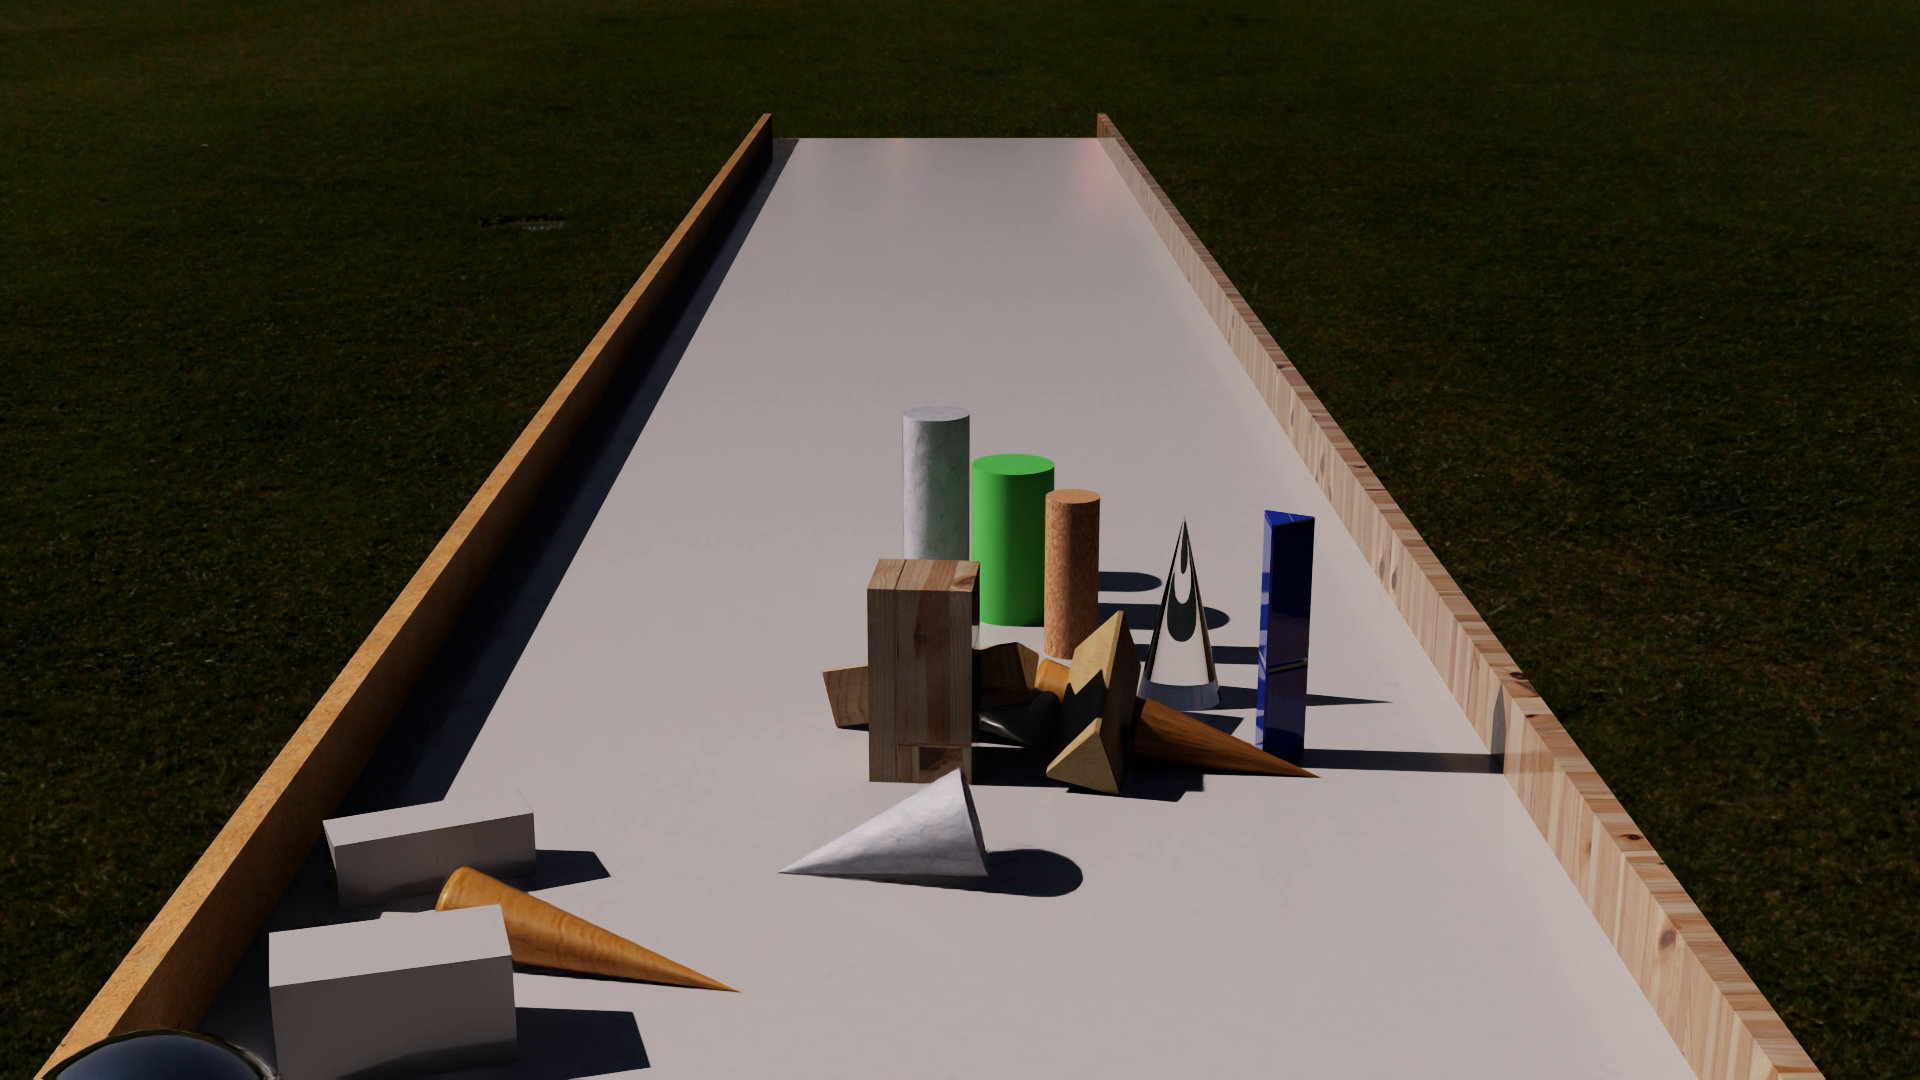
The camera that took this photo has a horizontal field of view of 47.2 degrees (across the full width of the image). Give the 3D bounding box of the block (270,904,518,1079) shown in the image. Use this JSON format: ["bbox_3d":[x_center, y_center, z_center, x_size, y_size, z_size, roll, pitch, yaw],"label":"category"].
[{"bbox_3d":[-0.751,0.606,2.915,0.302,0.156,0.156,-5,17,-16],"label":"block"}]

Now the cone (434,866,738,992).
[{"bbox_3d":[-0.520,0.586,3.143,0.455,0.129,0.129,13,19,14],"label":"cone"}]

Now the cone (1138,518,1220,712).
[{"bbox_3d":[0.420,0.126,4.167,0.161,0.362,0.161,0,17,0],"label":"cone"}]

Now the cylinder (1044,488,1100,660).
[{"bbox_3d":[0.225,0.069,4.423,0.108,0.326,0.108,0,17,0],"label":"cylinder"}]

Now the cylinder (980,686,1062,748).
[{"bbox_3d":[0.035,0.294,4.054,0.303,0.105,0.105,14,21,39],"label":"cylinder"}]

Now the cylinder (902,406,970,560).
[{"bbox_3d":[-0.053,-0.097,4.891,0.149,0.378,0.149,0,17,0],"label":"cylinder"}]

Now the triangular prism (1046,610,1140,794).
[{"bbox_3d":[0.254,0.274,3.915,0.126,0.109,0.417,15,30,3],"label":"triangular prism"}]

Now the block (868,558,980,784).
[{"bbox_3d":[-0.061,0.228,3.844,0.178,0.350,0.178,1,16,5],"label":"block"}]

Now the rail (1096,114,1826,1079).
[{"bbox_3d":[0.932,-0.844,7.801,0.050,0.150,12.000,0,17,-1],"label":"rail"}]

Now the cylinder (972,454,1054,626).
[{"bbox_3d":[0.111,-0.001,4.653,0.174,0.329,0.174,0,17,0],"label":"cylinder"}]

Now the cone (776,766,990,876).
[{"bbox_3d":[-0.133,0.482,3.455,0.324,0.176,0.176,-15,16,3],"label":"cone"}]

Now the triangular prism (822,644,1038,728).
[{"bbox_3d":[-0.059,0.244,3.999,0.384,0.096,0.111,-9,43,21],"label":"triangular prism"}]

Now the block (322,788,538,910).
[{"bbox_3d":[-0.825,0.480,3.429,0.304,0.105,0.105,-7,18,-23],"label":"block"}]

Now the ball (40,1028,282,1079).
[{"bbox_3d":[-0.853,0.688,2.328,0.334,0.334,0.334,0,17,0],"label":"ball"}]

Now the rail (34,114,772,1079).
[{"bbox_3d":[-1.118,-0.838,7.780,0.050,0.150,12.000,0,17,-1],"label":"rail"}]

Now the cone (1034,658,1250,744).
[{"bbox_3d":[0.341,0.323,4.041,0.417,0.113,0.113,14,20,17],"label":"cone"}]

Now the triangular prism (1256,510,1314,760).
[{"bbox_3d":[0.554,0.171,3.873,0.091,0.445,0.079,-9,19,-29],"label":"triangular prism"}]

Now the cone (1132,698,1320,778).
[{"bbox_3d":[0.475,0.375,3.863,0.328,0.118,0.118,14,19,11],"label":"cone"}]
